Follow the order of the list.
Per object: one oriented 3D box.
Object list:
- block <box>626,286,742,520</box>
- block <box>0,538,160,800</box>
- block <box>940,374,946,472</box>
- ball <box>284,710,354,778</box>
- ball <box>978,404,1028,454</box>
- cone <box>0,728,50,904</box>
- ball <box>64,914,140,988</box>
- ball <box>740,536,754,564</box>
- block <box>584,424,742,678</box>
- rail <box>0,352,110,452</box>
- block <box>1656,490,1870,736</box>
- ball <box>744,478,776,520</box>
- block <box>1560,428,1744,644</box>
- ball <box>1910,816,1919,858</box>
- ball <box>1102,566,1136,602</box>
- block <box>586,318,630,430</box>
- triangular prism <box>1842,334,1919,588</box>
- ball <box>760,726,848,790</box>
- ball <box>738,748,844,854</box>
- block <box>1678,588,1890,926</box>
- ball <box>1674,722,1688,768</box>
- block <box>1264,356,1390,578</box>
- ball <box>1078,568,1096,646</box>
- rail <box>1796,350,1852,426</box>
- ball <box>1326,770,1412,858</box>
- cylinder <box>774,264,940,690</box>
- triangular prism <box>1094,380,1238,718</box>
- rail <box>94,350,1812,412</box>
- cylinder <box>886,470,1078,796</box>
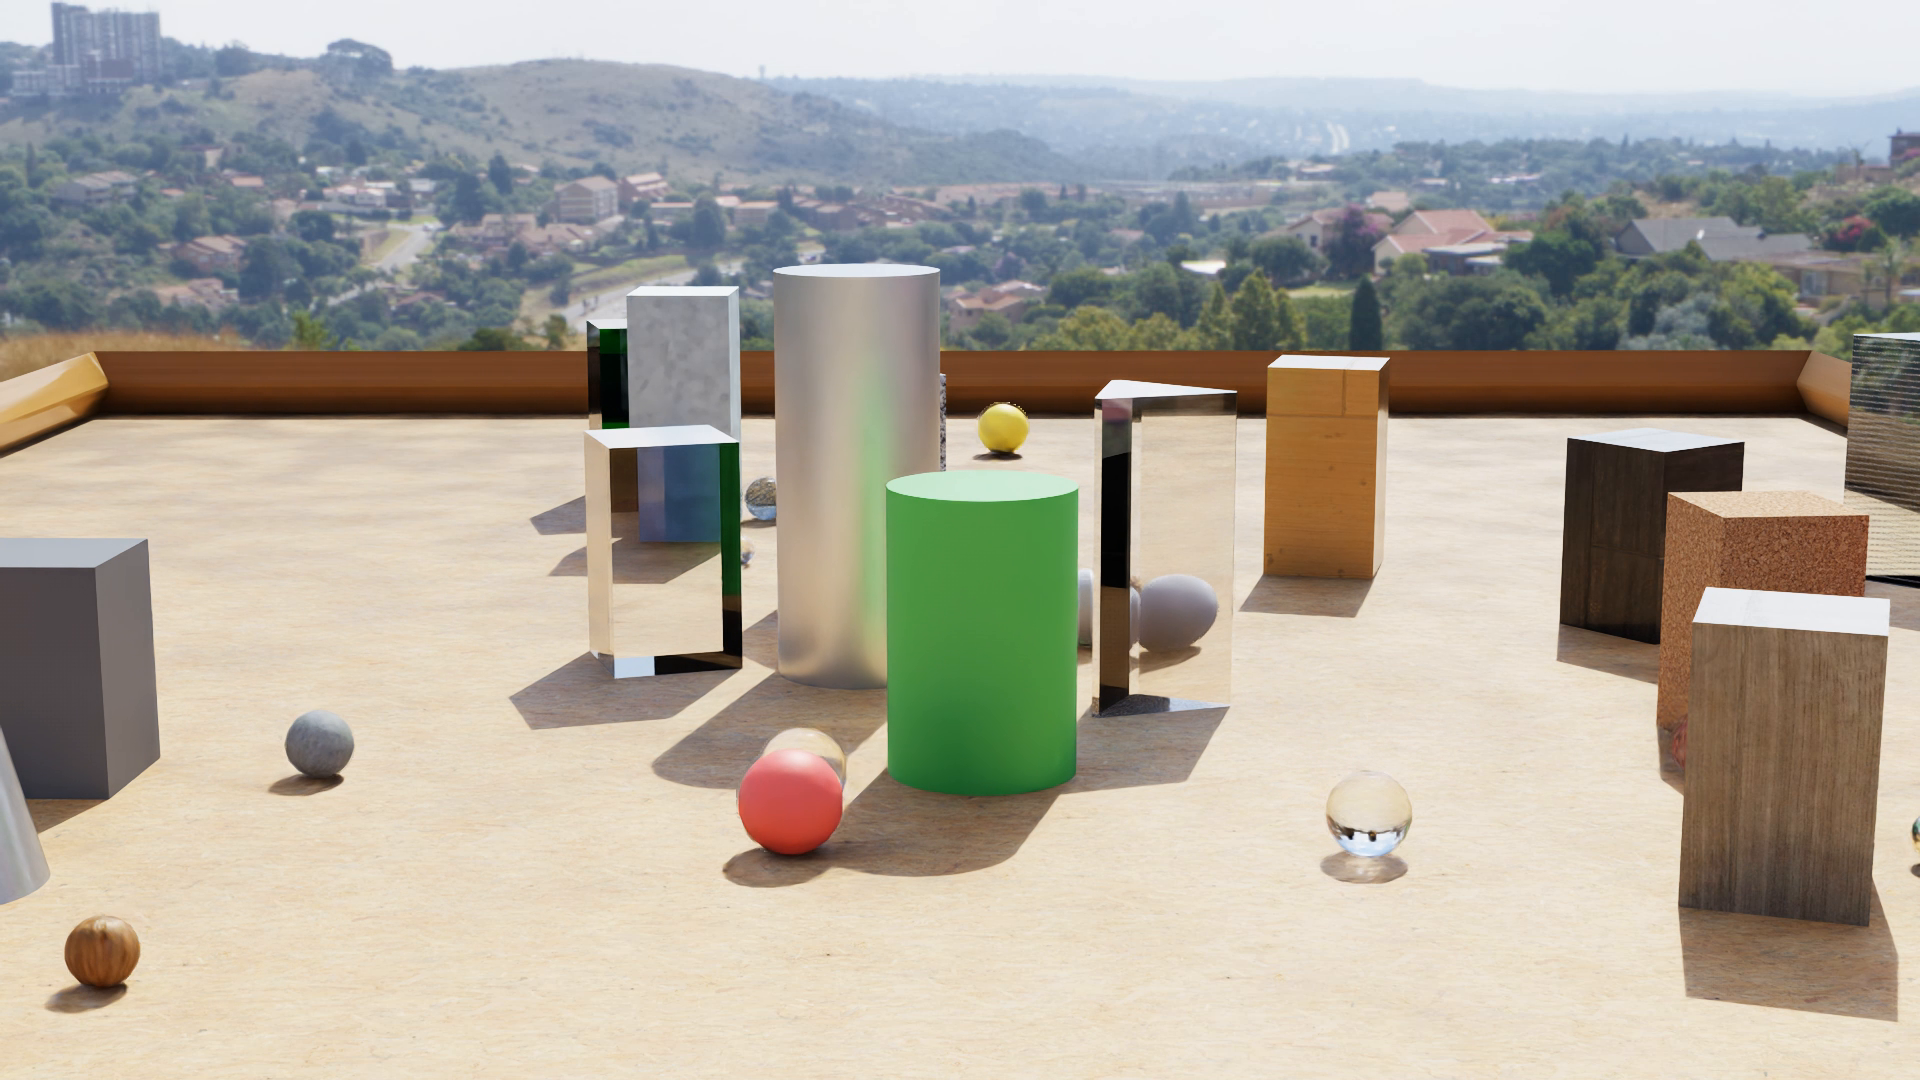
[{"bbox_3d":[-0.435,-0.207,4.069,0.158,0.376,0.158,0,10,1],"label":"block"},{"bbox_3d":[-0.932,0.129,2.636,0.158,0.238,0.158,0,10,1],"label":"block"},{"bbox_3d":[-0.127,-0.068,3.476,0.158,0.320,0.158,-6,12,-30],"label":"block"},{"bbox_3d":[-0.663,0.211,2.655,0.070,0.070,0.070,0,10,0],"label":"ball"},{"bbox_3d":[0.081,-0.210,4.860,0.095,0.095,0.095,0,10,0],"label":"ball"},{"bbox_3d":[-0.923,0.107,2.271,0.198,0.414,0.198,0,10,0],"label":"cone"},{"bbox_3d":[-0.686,0.329,2.051,0.058,0.058,0.058,0,10,0],"label":"ball"},{"bbox_3d":[-0.324,0.016,3.784,0.042,0.042,0.042,0,10,0],"label":"ball"},{"bbox_3d":[-0.366,0.011,3.160,0.158,0.280,0.158,-4,11,-19],"label":"block"},{"bbox_3d":[-1.799,0.035,3.439,0.045,0.129,4.067,0,10,0],"label":"rail"},{"bbox_3d":[0.867,0.090,2.783,0.158,0.262,0.158,-1,11,-6],"label":"block"},{"bbox_3d":[-0.314,-0.067,4.157,0.069,0.069,0.069,0,10,0],"label":"ball"},{"bbox_3d":[0.902,-0.009,3.351,0.158,0.248,0.158,-7,13,-35],"label":"block"},{"bbox_3d":[0.903,0.273,2.356,0.057,0.057,0.057,0,10,0],"label":"ball"},{"bbox_3d":[0.211,0.063,3.497,0.055,0.055,0.055,0,10,0],"label":"ball"},{"bbox_3d":[-0.540,-0.219,4.350,0.158,0.298,0.158,-3,11,-16],"label":"block"},{"bbox_3d":[1.381,-0.118,3.664,0.148,0.349,0.171,-9,14,-41],"label":"triangular prism"},{"bbox_3d":[-0.154,0.227,2.518,0.087,0.087,0.087,0,10,0],"label":"ball"},{"bbox_3d":[-0.158,0.244,2.397,0.099,0.099,0.099,0,10,0],"label":"ball"},{"bbox_3d":[0.731,0.187,2.273,0.158,0.255,0.158,4,11,20],"label":"block"},{"bbox_3d":[0.771,0.215,2.655,0.063,0.063,0.063,0,10,0],"label":"ball"},{"bbox_3d":[0.536,-0.110,3.751,0.158,0.301,0.158,3,11,14],"label":"block"},{"bbox_3d":[0.163,0.086,3.256,0.098,0.098,0.098,0,10,0],"label":"ball"},{"bbox_3d":[1.799,0.031,3.459,0.045,0.129,4.067,0,10,0],"label":"rail"},{"bbox_3d":[0.381,0.255,2.389,0.081,0.081,0.081,0,10,0],"label":"ball"},{"bbox_3d":[-0.122,-0.080,3.084,0.198,0.487,0.198,0,10,0],"label":"cylinder"},{"bbox_3d":[0.208,0.004,2.965,0.171,0.363,0.148,-4,11,-20],"label":"triangular prism"},{"bbox_3d":[-0.012,-0.333,5.425,3.645,0.129,0.045,0,10,0],"label":"rail"},{"bbox_3d":[0.023,0.092,2.661,0.198,0.302,0.198,0,10,0],"label":"cylinder"}]
